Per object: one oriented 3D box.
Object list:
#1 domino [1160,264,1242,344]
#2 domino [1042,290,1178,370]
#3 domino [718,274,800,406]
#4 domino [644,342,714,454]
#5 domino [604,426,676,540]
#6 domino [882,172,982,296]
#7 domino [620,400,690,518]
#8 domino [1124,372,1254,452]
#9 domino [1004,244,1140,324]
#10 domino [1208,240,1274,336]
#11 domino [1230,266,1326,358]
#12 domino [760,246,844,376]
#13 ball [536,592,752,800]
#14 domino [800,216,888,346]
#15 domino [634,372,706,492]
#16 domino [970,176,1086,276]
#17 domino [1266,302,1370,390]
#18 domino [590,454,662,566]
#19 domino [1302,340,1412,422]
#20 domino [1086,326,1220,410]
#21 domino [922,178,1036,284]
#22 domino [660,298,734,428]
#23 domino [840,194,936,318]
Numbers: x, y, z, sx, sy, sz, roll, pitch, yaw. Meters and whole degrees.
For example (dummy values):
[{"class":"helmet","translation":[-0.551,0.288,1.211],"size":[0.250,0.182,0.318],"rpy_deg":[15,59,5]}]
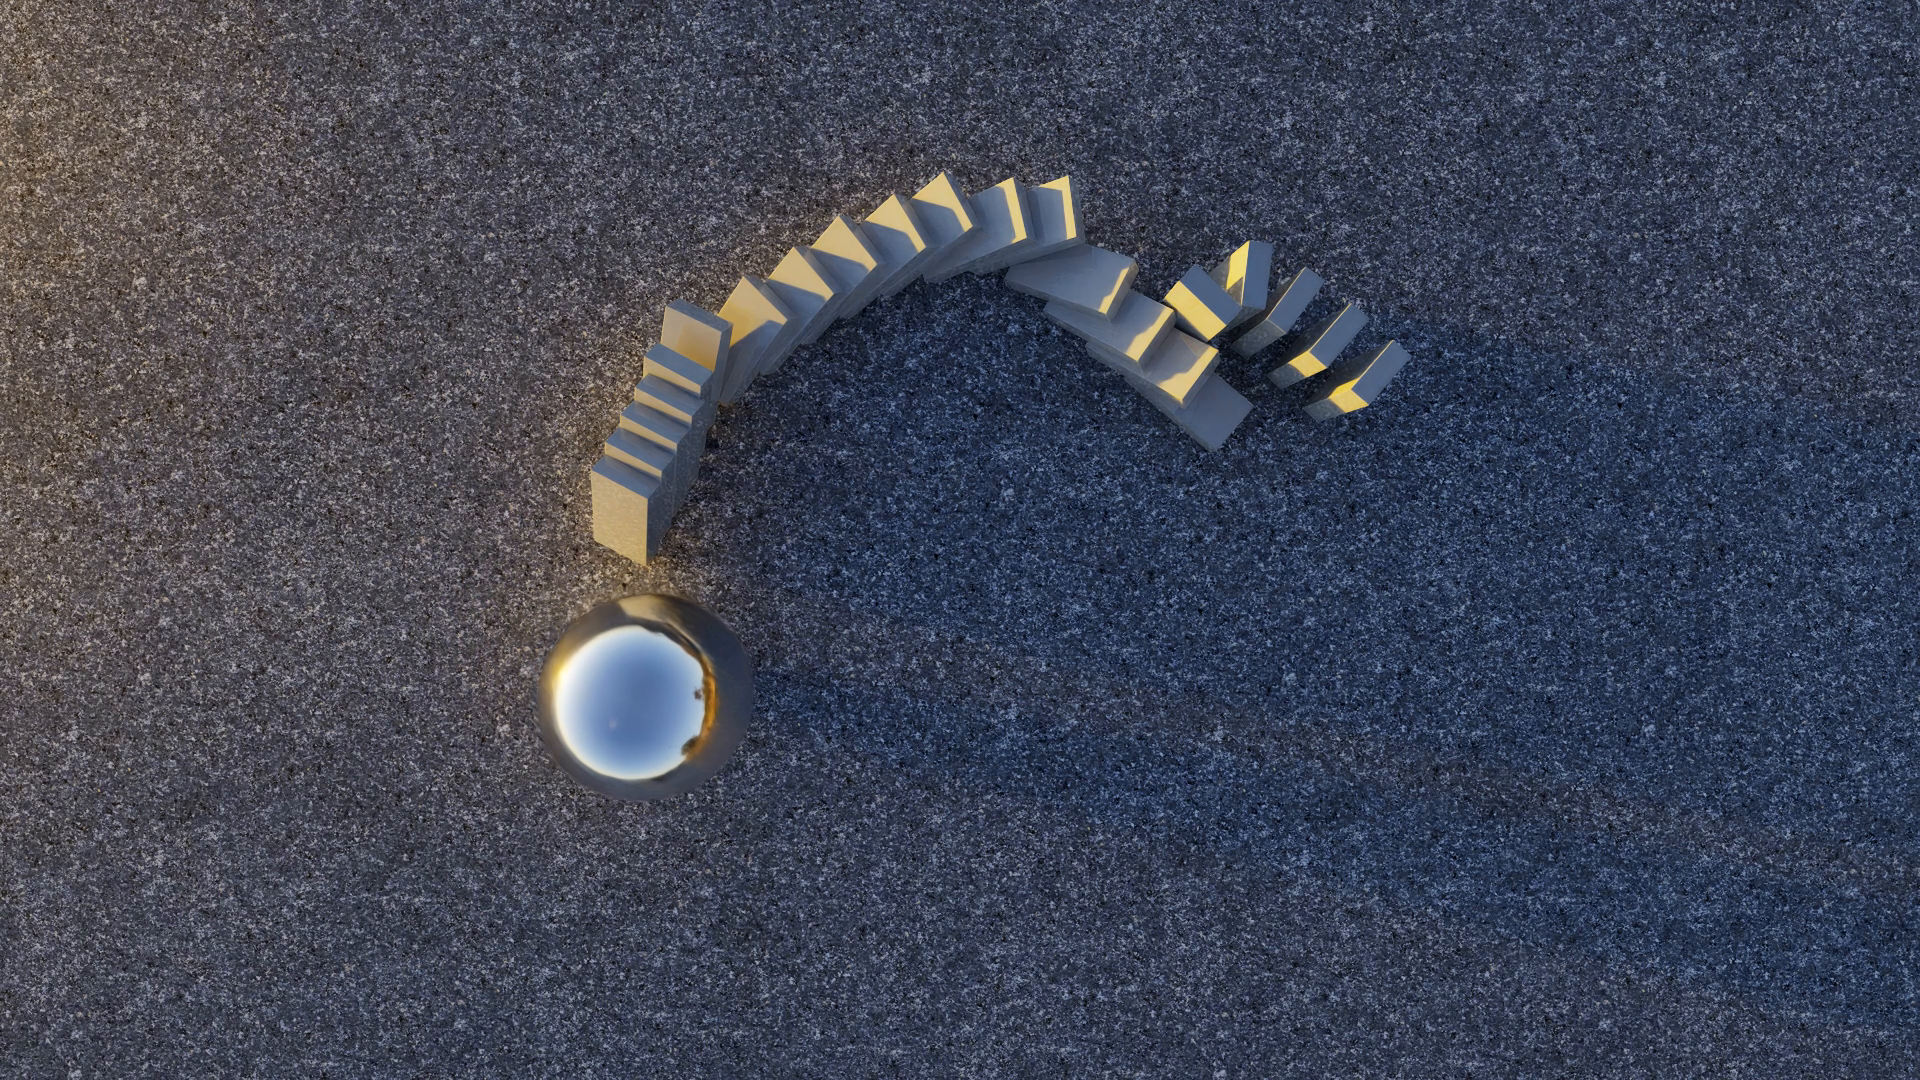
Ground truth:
[{"class":"domino","translation":[0.095,-0.093,0.375],"size":[0.025,0.050,0.010],"rpy_deg":[43,86,0]},{"class":"domino","translation":[0.062,-0.094,0.385],"size":[0.050,0.009,0.025],"rpy_deg":[35,91,26]},{"class":"domino","translation":[-0.092,-0.083,0.384],"size":[0.025,0.009,0.050],"rpy_deg":[45,117,0]},{"class":"domino","translation":[-0.117,-0.055,0.377],"size":[0.025,0.050,0.009],"rpy_deg":[28,52,0]},{"class":"domino","translation":[-0.132,-0.022,0.377],"size":[0.025,0.050,0.010],"rpy_deg":[27,52,0]},{"class":"domino","translation":[-0.018,-0.127,0.384],"size":[0.050,0.010,0.025],"rpy_deg":[-29,89,29]},{"class":"domino","translation":[-0.126,-0.032,0.377],"size":[0.025,0.050,0.009],"rpy_deg":[27,52,0]},{"class":"domino","translation":[0.098,-0.064,0.395],"size":[0.050,0.010,0.025],"rpy_deg":[40,90,0]},{"class":"domino","translation":[0.046,-0.112,0.385],"size":[0.050,0.009,0.025],"rpy_deg":[27,90,26]},{"class":"domino","translation":[0.112,-0.102,0.375],"size":[0.010,0.050,0.025],"rpy_deg":[7,90,-4]},{"class":"domino","translation":[0.128,-0.092,0.375],"size":[0.009,0.050,0.025],"rpy_deg":[37,90,0]},{"class":"domino","translation":[-0.074,-0.096,0.384],"size":[0.050,0.009,0.025],"rpy_deg":[-41,90,28]},{"class":"ball","translation":[-0.122,0.061,0.360],"size":[0.080,0.080,0.080],"rpy_deg":[0,90,0]},{"class":"domino","translation":[-0.056,-0.108,0.384],"size":[0.050,0.010,0.025],"rpy_deg":[-39,90,28]},{"class":"domino","translation":[-0.120,-0.043,0.377],"size":[0.025,0.050,0.009],"rpy_deg":[27,52,0]},{"class":"domino","translation":[0.026,-0.131,0.383],"size":[0.050,0.009,0.025],"rpy_deg":[-8,88,30]},{"class":"domino","translation":[0.145,-0.078,0.375],"size":[0.009,0.050,0.025],"rpy_deg":[41,90,0]},{"class":"domino","translation":[-0.137,-0.011,0.377],"size":[0.025,0.050,0.010],"rpy_deg":[27,52,0]},{"class":"domino","translation":[0.161,-0.064,0.375],"size":[0.010,0.050,0.025],"rpy_deg":[41,90,0]},{"class":"domino","translation":[0.080,-0.078,0.384],"size":[0.050,0.009,0.025],"rpy_deg":[36,88,26]},{"class":"domino","translation":[0.005,-0.128,0.383],"size":[0.050,0.009,0.025],"rpy_deg":[-13,89,30]},{"class":"domino","translation":[-0.112,-0.072,0.380],"size":[0.025,0.009,0.050],"rpy_deg":[26,128,3]},{"class":"domino","translation":[-0.037,-0.118,0.384],"size":[0.050,0.009,0.025],"rpy_deg":[-31,90,29]}]
